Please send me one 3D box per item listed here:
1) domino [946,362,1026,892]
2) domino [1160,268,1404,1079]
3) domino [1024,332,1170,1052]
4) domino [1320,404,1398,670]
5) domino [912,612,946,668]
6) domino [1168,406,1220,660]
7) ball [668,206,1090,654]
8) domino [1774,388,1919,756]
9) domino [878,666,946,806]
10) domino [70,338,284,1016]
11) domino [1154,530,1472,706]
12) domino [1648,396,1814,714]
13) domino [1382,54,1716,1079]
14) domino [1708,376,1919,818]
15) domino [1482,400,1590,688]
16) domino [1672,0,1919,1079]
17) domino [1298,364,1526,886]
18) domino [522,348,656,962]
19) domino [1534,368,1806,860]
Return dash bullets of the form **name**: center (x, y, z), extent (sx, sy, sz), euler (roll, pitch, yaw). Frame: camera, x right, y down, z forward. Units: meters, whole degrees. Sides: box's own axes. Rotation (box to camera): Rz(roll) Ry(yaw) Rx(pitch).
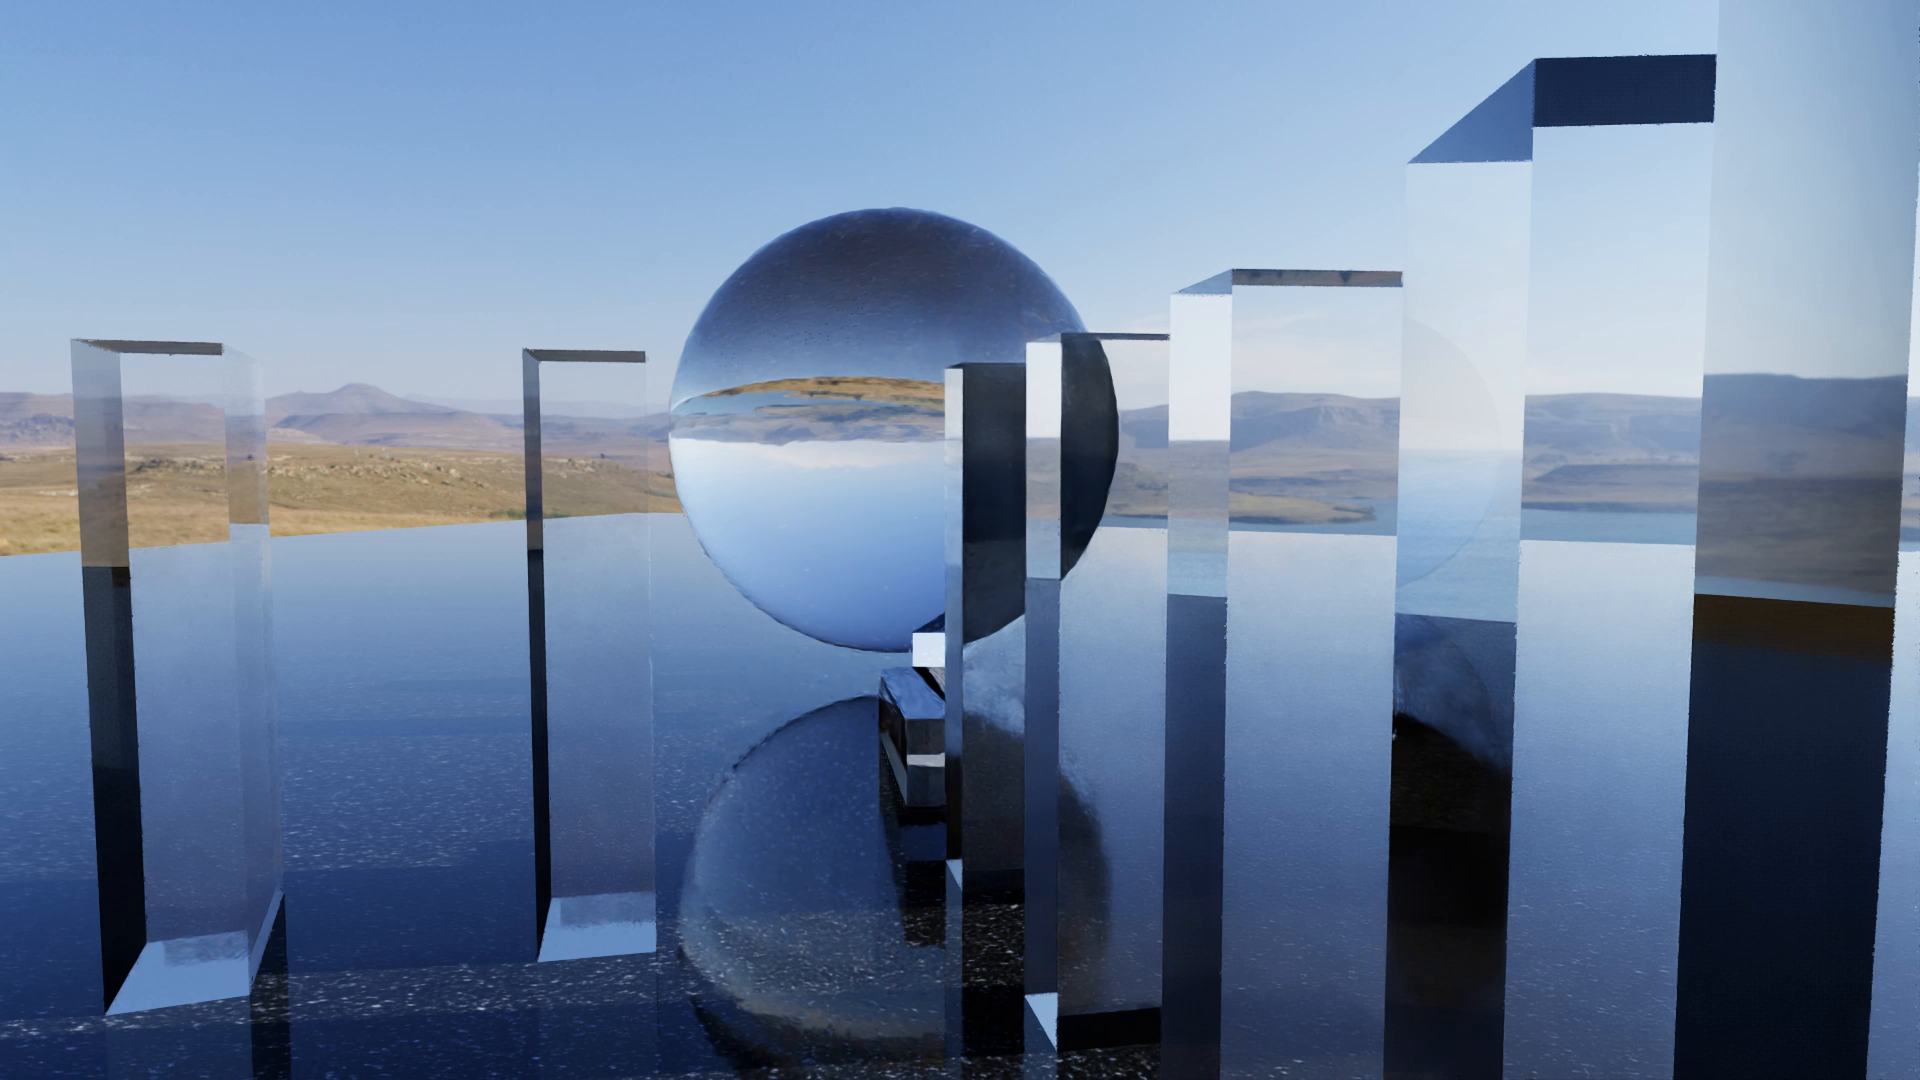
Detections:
- **domino**: center (0.012, 0.008, 0.127), extent (0.025, 0.050, 0.010), euler (-1, 4, -10)
- **domino**: center (0.024, 0.013, 0.063), extent (0.025, 0.050, 0.009), euler (-1, 4, -7)
- **domino**: center (0.018, 0.010, 0.095), extent (0.025, 0.050, 0.010), euler (-1, 4, -11)
- **domino**: center (0.079, -0.001, 0.253), extent (0.010, 0.050, 0.025), euler (2, 5, 27)
- **domino**: center (0.013, 0.014, 0.196), extent (0.025, 0.010, 0.050), euler (4, -17, -22)
- **domino**: center (0.048, -0.002, 0.264), extent (0.009, 0.050, 0.025), euler (1, 4, 11)
- **ball**: center (-0.012, -0.020, 0.234), extent (0.080, 0.080, 0.080), euler (0, 4, 0)
- **domino**: center (0.130, 0.004, 0.179), extent (0.025, 0.050, 0.009), euler (2, 5, 20)
- **domino**: center (0.003, 0.024, 0.166), extent (0.025, 0.010, 0.050), euler (-1, 1, -7)
- **domino**: center (-0.064, 0.010, 0.107), extent (0.010, 0.050, 0.025), euler (-2, 5, -22)
- **domino**: center (0.058, 0.012, 0.215), extent (0.009, 0.025, 0.050), euler (-28, 19, -39)
- **domino**: center (0.126, 0.002, 0.210), extent (0.025, 0.050, 0.010), euler (-2, 5, -26)
- **domino**: center (0.024, 0.015, 0.031), extent (0.025, 0.050, 0.010), euler (0, 4, 5)
- **domino**: center (0.108, 0.006, 0.156), extent (0.010, 0.050, 0.025), euler (-3, 5, -30)
- **domino**: center (0.106, 0.000, 0.235), extent (0.010, 0.050, 0.025), euler (4, 6, 41)
- **domino**: center (0.014, 0.018, 0.000), extent (0.025, 0.050, 0.010), euler (4, 6, 40)
- **domino**: center (0.046, 0.007, 0.135), extent (0.010, 0.050, 0.025), euler (-1, 4, -13)
- **domino**: center (-0.033, 0.009, 0.117), extent (0.010, 0.050, 0.025), euler (-1, 4, -13)
- **domino**: center (0.078, 0.007, 0.143), extent (0.010, 0.050, 0.025), euler (-1, 5, -18)
